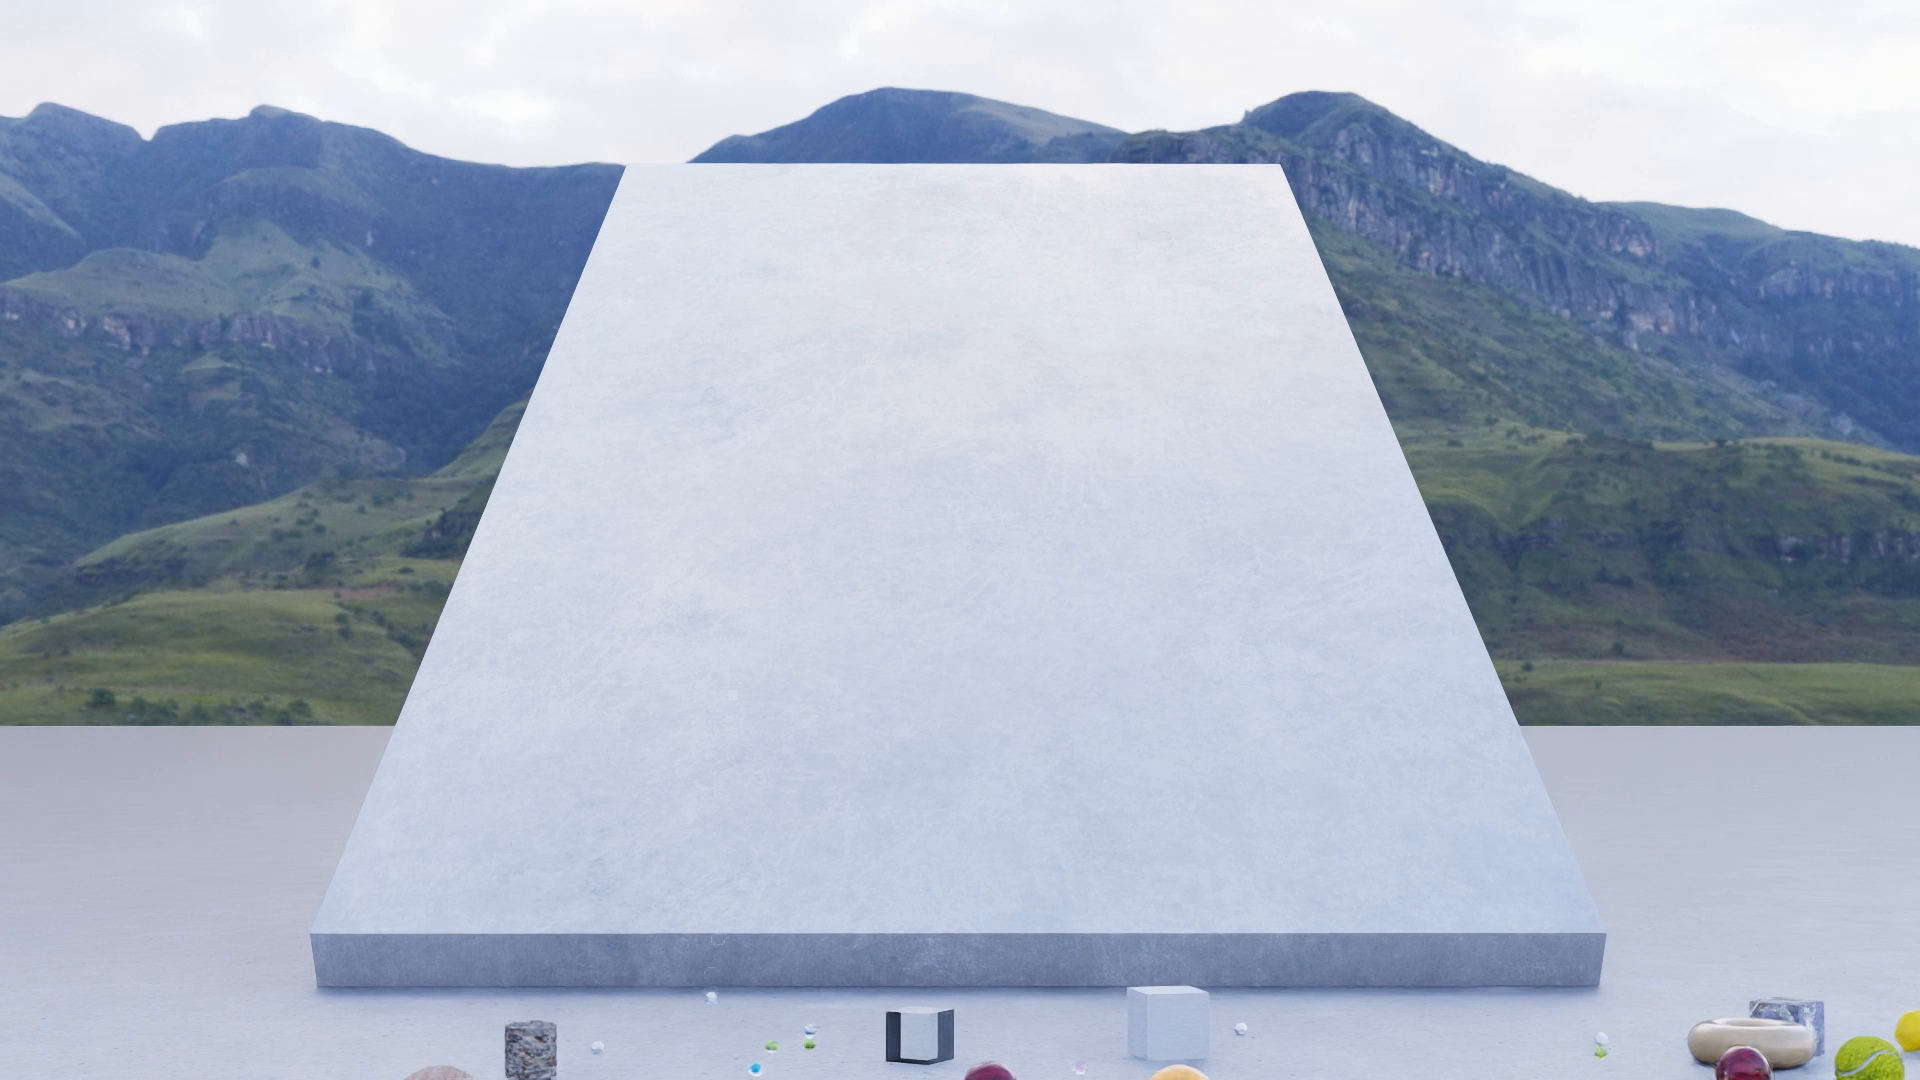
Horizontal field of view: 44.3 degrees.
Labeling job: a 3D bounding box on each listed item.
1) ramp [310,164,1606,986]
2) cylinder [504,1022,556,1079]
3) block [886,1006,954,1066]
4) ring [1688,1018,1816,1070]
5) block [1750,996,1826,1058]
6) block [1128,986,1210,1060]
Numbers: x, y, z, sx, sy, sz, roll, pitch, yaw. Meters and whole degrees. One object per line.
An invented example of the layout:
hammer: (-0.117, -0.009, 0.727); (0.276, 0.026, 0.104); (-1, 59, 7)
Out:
ramp: (-0.010, -0.229, 5.453); (2.000, 0.100, 4.000); (0, 26, 0)
cylinder: (-0.500, 0.595, 2.745); (0.059, 0.059, 0.059); (-1, -3, 0)
block: (-0.049, 0.605, 2.881); (0.061, 0.061, 0.061); (-3, -5, 30)
ring: (0.958, 0.609, 2.855); (0.148, 0.049, 0.148); (0, -5, 0)
block: (1.028, 0.607, 2.932); (0.065, 0.065, 0.065); (4, -6, -43)
block: (0.258, 0.599, 2.926); (0.080, 0.080, 0.080); (1, -4, -14)
